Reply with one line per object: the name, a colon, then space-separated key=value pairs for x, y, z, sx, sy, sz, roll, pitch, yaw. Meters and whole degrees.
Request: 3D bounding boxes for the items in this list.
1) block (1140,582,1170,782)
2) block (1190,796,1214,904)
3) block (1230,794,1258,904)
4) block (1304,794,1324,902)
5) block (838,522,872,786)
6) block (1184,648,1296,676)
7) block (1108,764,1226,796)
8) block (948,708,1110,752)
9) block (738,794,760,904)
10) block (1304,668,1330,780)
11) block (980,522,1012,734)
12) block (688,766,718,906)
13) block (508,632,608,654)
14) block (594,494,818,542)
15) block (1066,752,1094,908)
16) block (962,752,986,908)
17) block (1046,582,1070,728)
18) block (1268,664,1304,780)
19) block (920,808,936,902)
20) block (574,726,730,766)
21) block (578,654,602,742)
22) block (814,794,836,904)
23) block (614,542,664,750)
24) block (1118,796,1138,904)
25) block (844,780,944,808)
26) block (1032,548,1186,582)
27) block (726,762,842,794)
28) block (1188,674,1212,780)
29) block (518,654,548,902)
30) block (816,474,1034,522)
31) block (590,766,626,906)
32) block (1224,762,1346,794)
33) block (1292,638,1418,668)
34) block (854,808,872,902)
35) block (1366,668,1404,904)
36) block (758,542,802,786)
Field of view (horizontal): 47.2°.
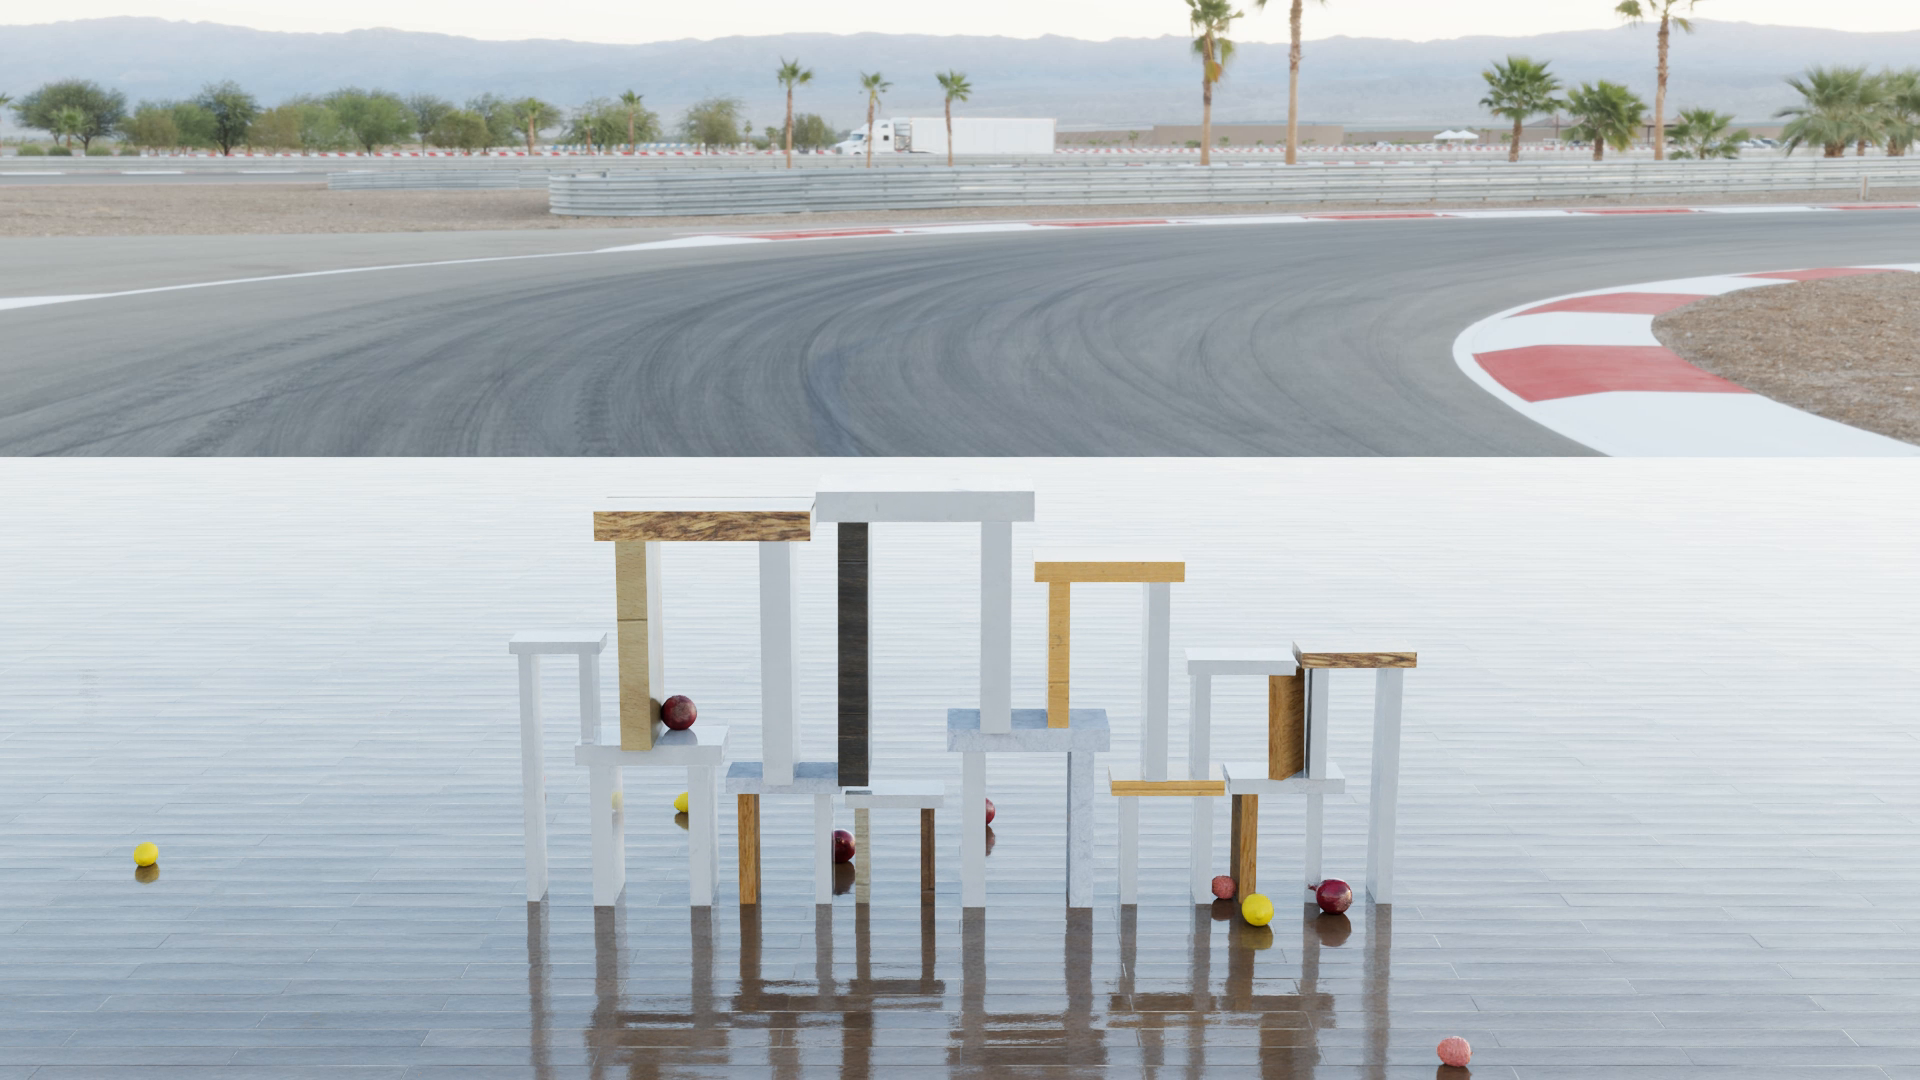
block: x=0.320 y=0.219 z=3.605 sx=0.034 sy=0.331 sz=0.120 roll=0 pitch=11 yaw=0
block: x=0.401 y=0.500 z=3.649 sx=0.026 sy=0.184 sz=0.092 roll=0 pitch=11 yaw=0
block: x=0.471 y=0.498 z=3.651 sx=0.027 sy=0.187 sz=0.094 roll=0 pitch=11 yaw=-3
block: x=0.588 y=0.497 z=3.654 sx=0.027 sy=0.187 sz=0.094 roll=1 pitch=11 yaw=9
block: x=-0.170 y=0.169 z=3.581 sx=0.049 sy=0.431 sz=0.172 roll=0 pitch=11 yaw=0
block: x=0.456 y=0.198 z=3.589 sx=0.174 sy=0.025 sz=0.087 roll=0 pitch=10 yaw=2
block: x=0.340 y=0.396 z=3.630 sx=0.184 sy=0.026 sz=0.092 roll=0 pitch=11 yaw=0
block: x=0.111 y=0.312 z=3.618 sx=0.264 sy=0.037 sz=0.132 roll=0 pitch=11 yaw=0
block: x=-0.350 y=0.498 z=3.651 sx=0.027 sy=0.188 sz=0.094 roll=0 pitch=11 yaw=0
block: x=0.583 y=0.290 z=3.604 sx=0.026 sy=0.185 sz=0.093 roll=0 pitch=11 yaw=2
block: x=0.057 y=0.125 z=3.579 sx=0.049 sy=0.345 sz=0.172 roll=0 pitch=11 yaw=0
block: x=-0.426 y=0.472 z=3.649 sx=0.034 sy=0.239 sz=0.119 roll=0 pitch=11 yaw=0
block: x=-0.656 y=0.168 z=3.590 sx=0.147 sy=0.021 sz=0.073 roll=0 pitch=11 yaw=0
block: x=-0.406 y=-0.037 z=3.549 sx=0.342 sy=0.048 sz=0.171 roll=0 pitch=11 yaw=0
block: x=0.199 y=0.460 z=3.646 sx=0.037 sy=0.264 sz=0.132 roll=0 pitch=11 yaw=0
block: x=0.023 y=0.460 z=3.646 sx=0.037 sy=0.264 sz=0.132 roll=0 pitch=11 yaw=0
block: x=0.159 y=0.175 z=3.597 sx=0.034 sy=0.240 sz=0.120 roll=0 pitch=11 yaw=0
block: x=0.534 y=0.298 z=3.595 sx=0.025 sy=0.174 sz=0.087 roll=5 pitch=12 yaw=32
block: x=-0.053 y=0.511 z=3.651 sx=0.023 sy=0.162 sz=0.081 roll=0 pitch=11 yaw=0
block: x=-0.505 y=0.338 z=3.625 sx=0.239 sy=0.034 sz=0.119 roll=0 pitch=11 yaw=0
block: x=-0.607 y=0.250 z=3.605 sx=0.021 sy=0.147 sz=0.073 roll=0 pitch=11 yaw=0
block: x=-0.224 y=0.498 z=3.650 sx=0.027 sy=0.188 sz=0.094 roll=0 pitch=11 yaw=0
block: x=-0.520 y=0.155 z=3.585 sx=0.048 sy=0.342 sz=0.171 roll=0 pitch=11 yaw=0
block: x=0.279 y=0.500 z=3.649 sx=0.026 sy=0.185 sz=0.092 roll=0 pitch=11 yaw=0
block: x=-0.107 y=0.420 z=3.634 sx=0.162 sy=0.023 sz=0.081 roll=0 pitch=11 yaw=0
block: x=0.239 y=0.040 z=3.572 sx=0.240 sy=0.034 sz=0.120 roll=0 pitch=11 yaw=0
block: x=-0.287 y=0.392 z=3.630 sx=0.188 sy=0.027 sz=0.094 roll=0 pitch=11 yaw=1
block: x=0.394 y=0.297 z=3.611 sx=0.025 sy=0.177 sz=0.087 roll=0 pitch=11 yaw=0
block: x=-0.704 y=0.384 z=3.630 sx=0.021 sy=0.419 sz=0.073 roll=0 pitch=11 yaw=0
block: x=-0.056 y=-0.068 z=3.542 sx=0.345 sy=0.049 sz=0.172 roll=0 pitch=11 yaw=-1
block: x=-0.585 y=0.472 z=3.650 sx=0.034 sy=0.239 sz=0.119 roll=0 pitch=11 yaw=0
block: x=0.534 y=0.393 z=3.631 sx=0.187 sy=0.027 sz=0.094 roll=0 pitch=11 yaw=0
block: x=0.643 y=0.185 z=3.589 sx=0.185 sy=0.026 sz=0.093 roll=0 pitch=11 yaw=-1
block: x=-0.161 y=0.511 z=3.651 sx=0.023 sy=0.162 sz=0.081 roll=0 pitch=11 yaw=0
block: x=0.701 y=0.394 z=3.630 sx=0.026 sy=0.399 sz=0.093 roll=1 pitch=11 yaw=0
block: x=-0.293 y=0.183 z=3.589 sx=0.048 sy=0.400 sz=0.171 roll=0 pitch=11 yaw=0
